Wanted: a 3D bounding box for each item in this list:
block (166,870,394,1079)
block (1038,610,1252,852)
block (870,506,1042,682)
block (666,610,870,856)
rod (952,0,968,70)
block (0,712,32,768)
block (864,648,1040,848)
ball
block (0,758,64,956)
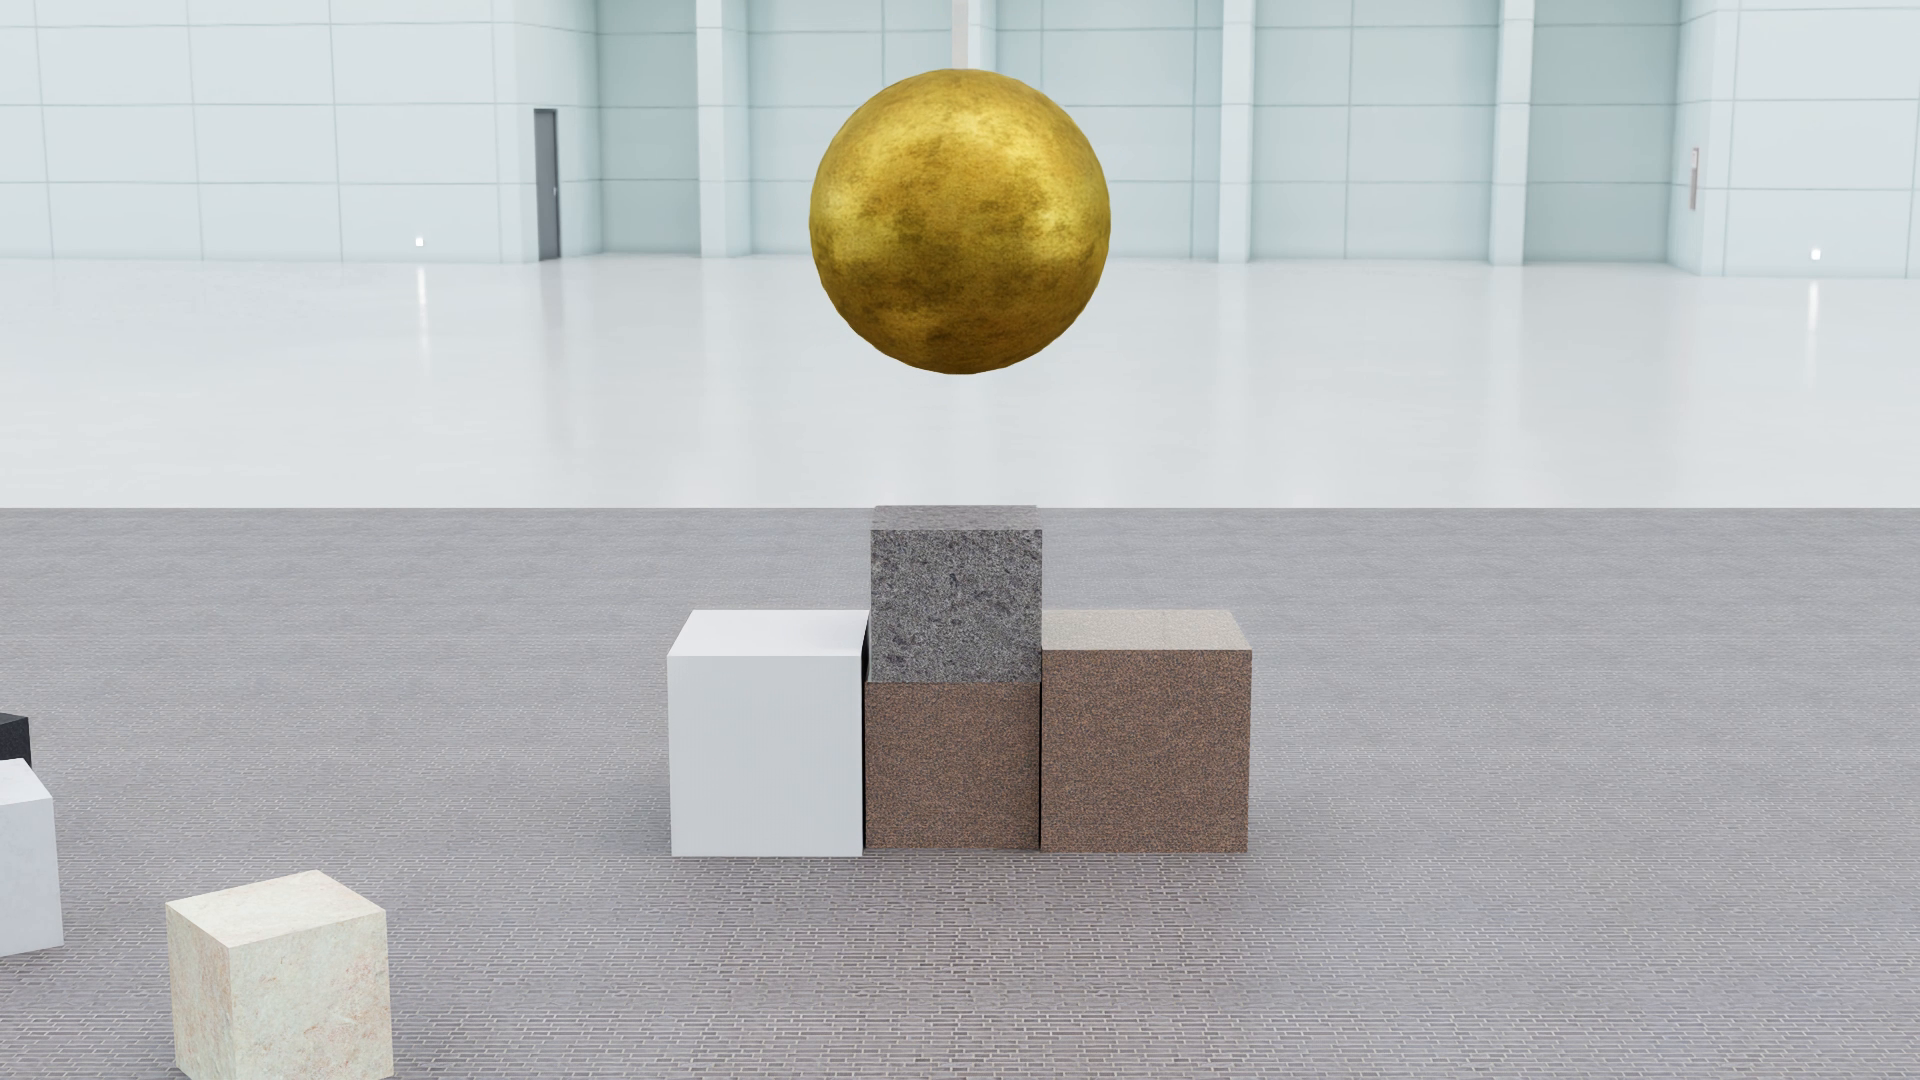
[{"bbox_3d":[-2.583,1.705,8.349,0.604,0.657,0.616,-9,13,-39],"label":"block"},{"bbox_3d":[0.919,0.966,11.346,1.030,1.040,0.940,0,10,0],"label":"block"},{"bbox_3d":[-0.020,0.262,11.183,0.840,0.768,0.733,0,10,0],"label":"block"},{"bbox_3d":[-0.959,0.973,11.357,0.944,1.022,1.067,0,10,0],"label":"block"},{"bbox_3d":[0.000,-4.923,10.604,0.080,5.200,0.080,0,17,0],"label":"rod"},{"bbox_3d":[-5.288,1.211,11.414,0.616,0.533,0.620,5,12,28],"label":"block"},{"bbox_3d":[-0.038,1.052,11.379,0.867,0.858,0.829,0,10,0],"label":"block"},{"bbox_3d":[0.000,-1.675,11.612,1.600,1.600,1.600,0,10,0],"label":"ball"},{"bbox_3d":[-4.416,1.430,9.803,0.616,0.678,0.740,-6,12,-32],"label":"block"}]
